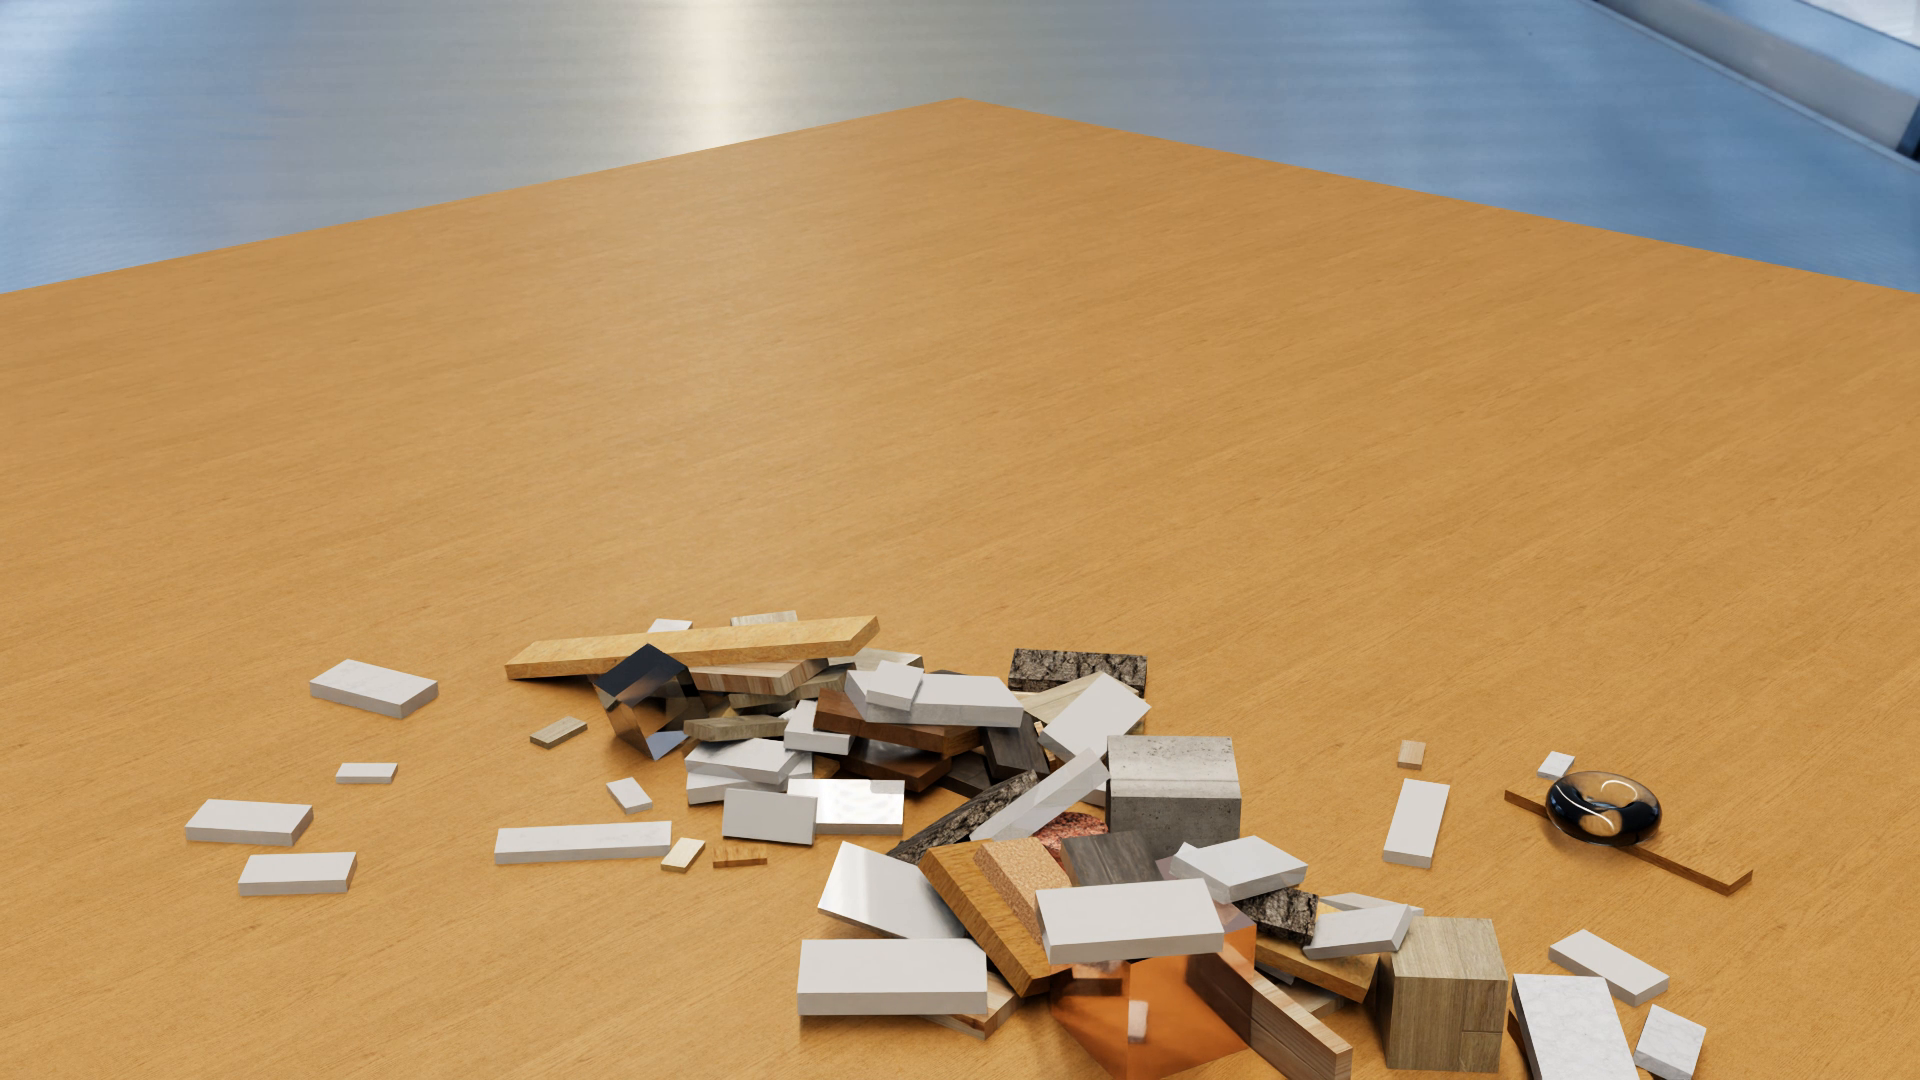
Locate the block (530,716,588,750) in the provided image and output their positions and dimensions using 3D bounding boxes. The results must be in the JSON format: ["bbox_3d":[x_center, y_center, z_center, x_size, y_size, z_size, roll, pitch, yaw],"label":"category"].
[{"bbox_3d":[-0.868,0.417,4.758,0.058,0.016,0.115,16,28,34],"label":"block"}]

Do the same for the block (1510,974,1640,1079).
[{"bbox_3d":[1.017,0.828,3.643,0.154,0.044,0.308,2,23,4],"label":"block"}]

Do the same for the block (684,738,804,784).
[{"bbox_3d":[-0.442,0.447,4.509,0.219,0.031,0.109,4,28,24],"label":"block"}]

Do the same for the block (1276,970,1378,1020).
[{"bbox_3d":[0.644,0.787,3.873,0.189,0.027,0.095,-18,29,-36],"label":"block"}]

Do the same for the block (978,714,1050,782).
[{"bbox_3d":[0.108,0.427,4.575,0.115,0.033,0.230,12,25,-15],"label":"block"}]

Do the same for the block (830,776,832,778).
[{"bbox_3d":[-0.341,0.471,4.624,0.075,0.021,0.149,-17,29,-35],"label":"block"}]

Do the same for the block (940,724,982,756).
[{"bbox_3d":[-0.097,0.396,4.708,0.304,0.043,0.152,11,15,36],"label":"block"}]

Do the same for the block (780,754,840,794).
[{"bbox_3d":[-0.310,0.488,4.532,0.064,0.018,0.128,12,31,29],"label":"block"}]

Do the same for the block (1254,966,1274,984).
[{"bbox_3d":[0.448,0.763,3.924,0.105,0.030,0.211,-17,28,-35],"label":"block"}]

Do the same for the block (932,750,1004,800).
[{"bbox_3d":[0.039,0.492,4.559,0.230,0.033,0.115,18,29,35],"label":"block"}]

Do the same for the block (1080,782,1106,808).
[{"bbox_3d":[0.371,0.486,4.542,0.127,0.036,0.254,8,23,43],"label":"block"}]

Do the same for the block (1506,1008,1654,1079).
[{"bbox_3d":[1.041,0.876,3.641,0.154,0.044,0.308,-4,23,-9],"label":"block"}]

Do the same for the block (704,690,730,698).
[{"bbox_3d":[-0.578,0.307,5.005,0.177,0.025,0.089,15,27,32],"label":"block"}]

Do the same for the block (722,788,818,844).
[{"bbox_3d":[-0.376,0.546,4.352,0.184,0.092,0.026,4,0,10],"label":"block"}]

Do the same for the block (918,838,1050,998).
[{"bbox_3d":[0.081,0.669,3.921,0.162,0.046,0.323,-1,39,-45],"label":"block"}]

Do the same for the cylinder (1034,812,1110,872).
[{"bbox_3d":[0.208,0.610,4.141,0.142,0.142,0.142,0,23,0],"label":"cylinder"}]

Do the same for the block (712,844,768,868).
[{"bbox_3d":[-0.430,0.617,4.289,0.105,0.015,0.053,-3,23,-7],"label":"block"}]

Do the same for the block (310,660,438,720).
[{"bbox_3d":[-1.313,0.333,4.929,0.257,0.036,0.128,11,25,24],"label":"block"}]

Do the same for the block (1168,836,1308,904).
[{"bbox_3d":[0.483,0.568,3.800,0.121,0.034,0.241,26,19,38],"label":"block"}]

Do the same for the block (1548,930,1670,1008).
[{"bbox_3d":[1.158,0.764,3.927,0.095,0.027,0.189,-16,28,-33],"label":"block"}]

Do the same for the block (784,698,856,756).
[{"bbox_3d":[-0.278,0.377,4.588,0.133,0.038,0.266,6,16,5],"label":"block"}]

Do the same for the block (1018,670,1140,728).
[{"bbox_3d":[0.250,0.356,4.764,0.254,0.036,0.127,-17,28,-34],"label":"block"}]

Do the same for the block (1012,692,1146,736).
[{"bbox_3d":[0.248,0.391,4.785,0.304,0.043,0.152,3,23,7],"label":"block"}]

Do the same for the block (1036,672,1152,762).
[{"bbox_3d":[0.285,0.389,4.647,0.127,0.036,0.254,36,42,15],"label":"block"}]

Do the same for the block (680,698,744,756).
[{"bbox_3d":[-0.521,0.392,4.727,0.101,0.029,0.202,-34,10,25],"label":"block"}]

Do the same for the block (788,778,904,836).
[{"bbox_3d":[-0.230,0.535,4.412,0.234,0.033,0.117,1,41,1],"label":"block"}]

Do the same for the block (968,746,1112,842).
[{"bbox_3d":[0.149,0.502,4.152,0.286,0.041,0.143,-36,6,-1],"label":"block"}]

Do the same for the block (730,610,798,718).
[{"bbox_3d":[-0.411,0.285,4.902,0.149,0.042,0.298,-6,45,-15],"label":"block"}]

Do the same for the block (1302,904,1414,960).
[{"bbox_3d":[0.678,0.668,3.745,0.177,0.025,0.089,-16,24,40],"label":"block"}]

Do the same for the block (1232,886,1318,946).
[{"bbox_3d":[0.522,0.632,3.797,0.184,0.026,0.092,15,43,4],"label":"block"}]

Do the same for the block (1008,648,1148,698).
[{"bbox_3d":[0.268,0.306,4.984,0.304,0.043,0.152,3,23,7],"label":"block"}]

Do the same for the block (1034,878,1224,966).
[{"bbox_3d":[0.270,0.611,3.531,0.280,0.040,0.140,-3,29,-8],"label":"block"}]

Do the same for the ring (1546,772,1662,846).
[{"bbox_3d":[1.273,0.531,4.352,0.225,0.075,0.225,1,23,0],"label":"ring"}]

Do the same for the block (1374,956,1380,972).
[{"bbox_3d":[0.696,0.728,3.938,0.211,0.030,0.105,1,23,2],"label":"block"}]

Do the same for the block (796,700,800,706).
[{"bbox_3d":[-0.291,0.390,4.744,0.149,0.075,0.021,16,20,33],"label":"block"}]

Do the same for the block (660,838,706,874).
[{"bbox_3d":[-0.540,0.616,4.291,0.051,0.015,0.103,7,24,15],"label":"block"}]

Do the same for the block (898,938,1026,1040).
[{"bbox_3d":[-0.035,0.787,3.858,0.267,0.038,0.134,14,27,30],"label":"block"}]

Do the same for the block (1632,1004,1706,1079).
[{"bbox_3d":[1.185,0.844,3.675,0.095,0.027,0.189,23,21,19],"label":"block"}]

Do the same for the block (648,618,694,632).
[{"bbox_3d":[-0.696,0.237,5.171,0.089,0.025,0.177,4,23,9],"label":"block"}]
